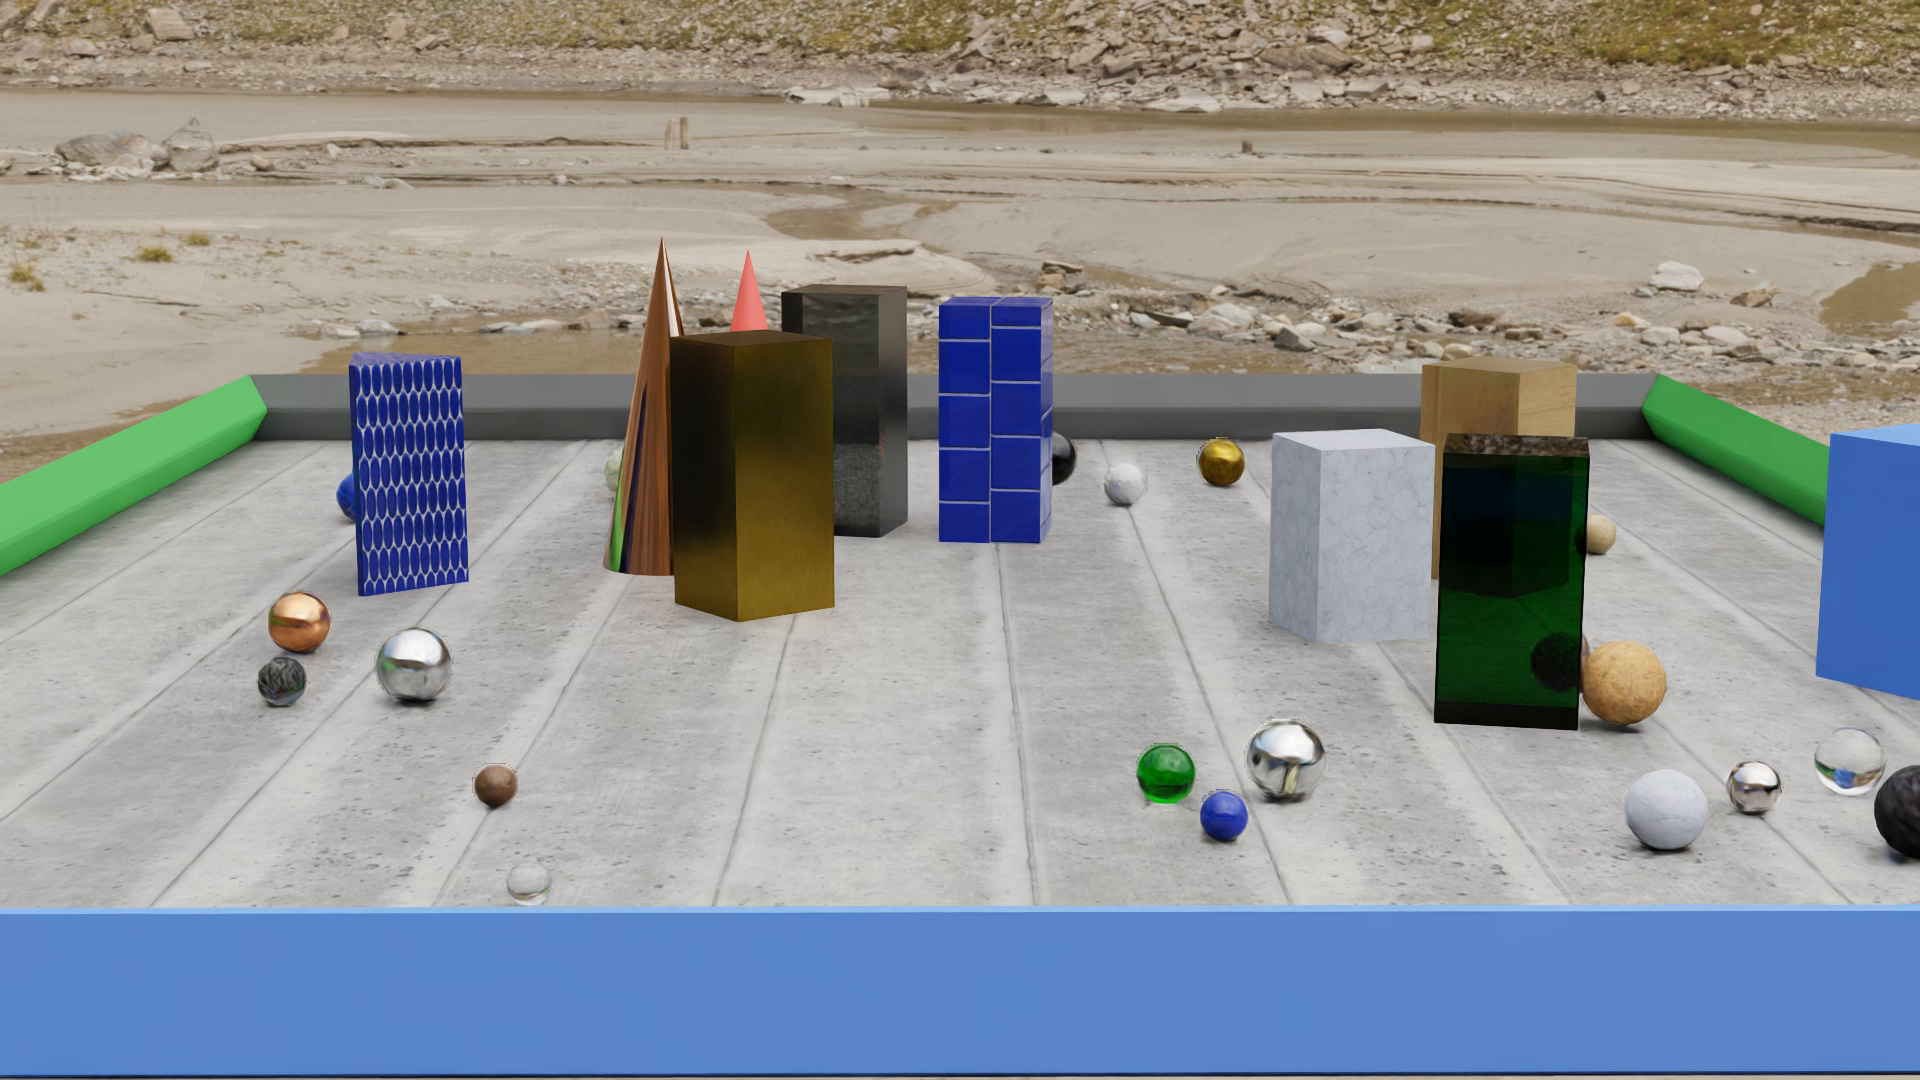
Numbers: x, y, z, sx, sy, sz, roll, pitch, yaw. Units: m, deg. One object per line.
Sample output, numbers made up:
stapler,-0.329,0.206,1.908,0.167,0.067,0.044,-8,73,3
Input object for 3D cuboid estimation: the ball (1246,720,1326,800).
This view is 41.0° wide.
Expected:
ball,0.327,0.221,2.574,0.079,0.079,0.079,0,11,0

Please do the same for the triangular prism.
triangular prism,-0.813,-0.100,3.639,0.170,0.322,0.147,-9,14,-39

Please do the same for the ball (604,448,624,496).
ball,-0.554,-0.112,4.330,0.093,0.093,0.093,0,11,0

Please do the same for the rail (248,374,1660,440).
rail,-0.009,-0.258,5.017,2.769,0.127,0.045,0,11,0

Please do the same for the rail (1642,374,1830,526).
rail,1.361,0.031,3.457,0.045,0.127,3.238,0,11,0

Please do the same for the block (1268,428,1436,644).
block,0.507,-0.007,3.335,0.157,0.250,0.157,-3,11,-16

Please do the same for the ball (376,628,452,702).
ball,-0.631,0.145,2.965,0.086,0.086,0.086,0,11,0

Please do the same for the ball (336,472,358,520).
ball,-0.964,-0.071,4.139,0.082,0.082,0.082,0,11,0

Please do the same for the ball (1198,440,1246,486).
ball,0.458,-0.134,4.484,0.081,0.081,0.081,0,11,0

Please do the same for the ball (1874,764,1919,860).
ball,0.895,0.252,2.380,0.088,0.088,0.088,0,11,0

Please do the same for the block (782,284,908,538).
block,-0.180,-0.207,4.057,0.157,0.379,0.157,3,11,15

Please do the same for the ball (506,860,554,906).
ball,-0.376,0.301,2.247,0.041,0.041,0.041,0,11,0

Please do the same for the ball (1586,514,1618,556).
ball,0.955,-0.009,3.856,0.063,0.063,0.063,0,11,0

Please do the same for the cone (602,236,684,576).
cone,-0.431,-0.205,3.754,0.196,0.486,0.196,0,11,0

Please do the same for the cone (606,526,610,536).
cone,-0.456,-0.186,3.997,0.196,0.361,0.196,0,11,0

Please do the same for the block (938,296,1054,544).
block,0.057,-0.189,3.997,0.157,0.366,0.157,2,11,8

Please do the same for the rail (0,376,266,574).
rail,-1.361,0.034,3.441,0.045,0.127,3.238,0,11,0

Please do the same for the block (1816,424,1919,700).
block,1.141,0.023,3.047,0.157,0.296,0.157,-7,12,-33

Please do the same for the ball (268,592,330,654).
ball,-0.828,0.103,3.214,0.076,0.076,0.076,0,11,0

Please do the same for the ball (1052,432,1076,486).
ball,0.156,-0.142,4.485,0.096,0.096,0.096,0,11,0

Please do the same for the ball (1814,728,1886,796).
ball,0.898,0.223,2.589,0.068,0.068,0.068,0,11,0

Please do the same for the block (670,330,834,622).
block,-0.280,-0.091,3.468,0.157,0.366,0.157,-8,13,-37

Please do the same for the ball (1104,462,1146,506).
ball,0.275,-0.093,4.288,0.072,0.072,0.072,0,11,0

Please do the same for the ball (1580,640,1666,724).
ball,0.734,0.158,2.842,0.094,0.094,0.094,0,11,0

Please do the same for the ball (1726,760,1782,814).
ball,0.781,0.243,2.524,0.053,0.053,0.053,0,11,0

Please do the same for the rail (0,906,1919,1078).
rail,0.009,0.324,1.880,2.769,0.127,0.045,0,11,0

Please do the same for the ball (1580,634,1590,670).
ball,0.718,0.134,3.069,0.069,0.069,0.069,0,11,0

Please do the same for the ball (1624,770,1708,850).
ball,0.663,0.253,2.410,0.075,0.075,0.075,0,11,0

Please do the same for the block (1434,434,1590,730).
block,0.625,0.044,2.906,0.157,0.306,0.157,2,11,12

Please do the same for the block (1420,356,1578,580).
block,0.767,-0.099,3.672,0.157,0.307,0.157,10,14,42

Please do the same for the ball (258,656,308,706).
ball,-0.780,0.162,2.952,0.056,0.056,0.056,0,11,0

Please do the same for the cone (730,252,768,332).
cone,-0.365,-0.299,4.456,0.196,0.415,0.196,0,11,0

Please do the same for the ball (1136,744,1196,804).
ball,0.206,0.234,2.558,0.059,0.059,0.059,0,11,0

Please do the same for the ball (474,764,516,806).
ball,-0.462,0.244,2.552,0.041,0.041,0.041,0,11,0

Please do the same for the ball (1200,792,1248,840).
ball,0.251,0.263,2.438,0.046,0.046,0.046,0,11,0
